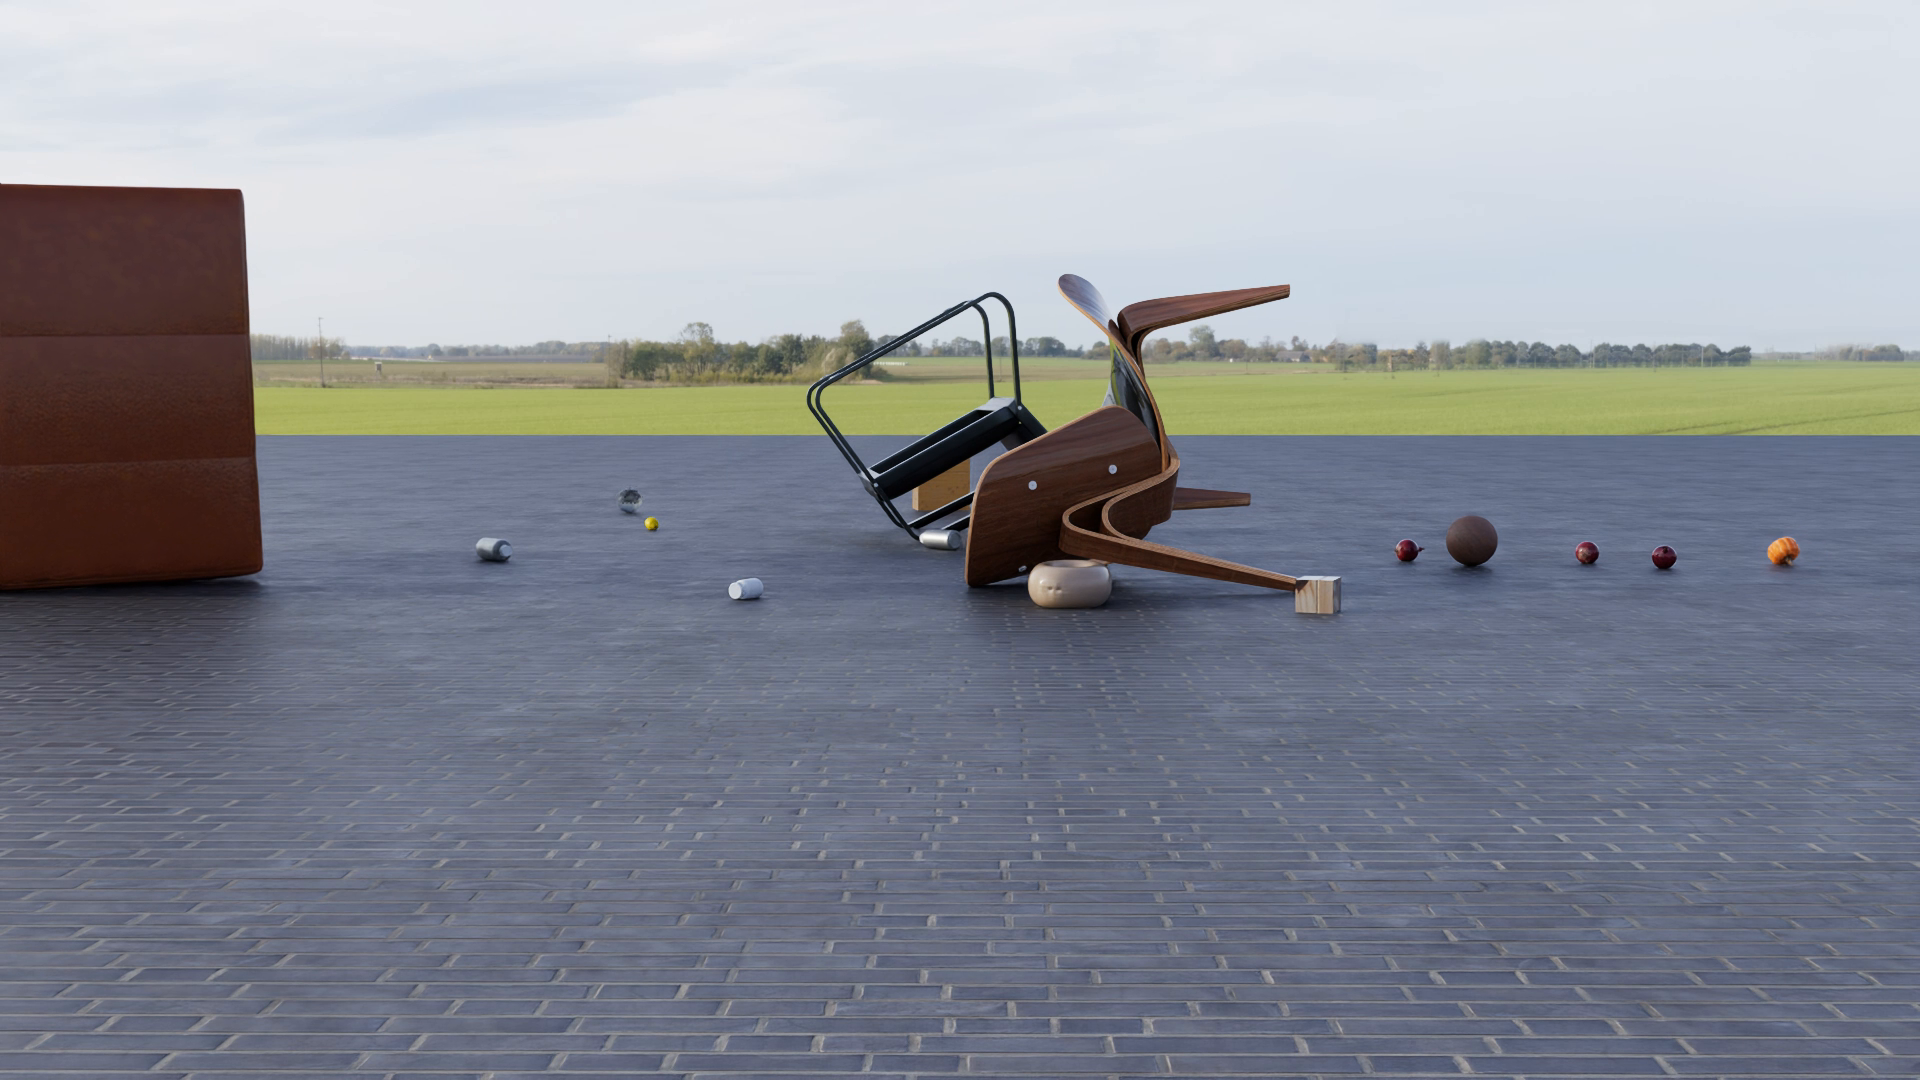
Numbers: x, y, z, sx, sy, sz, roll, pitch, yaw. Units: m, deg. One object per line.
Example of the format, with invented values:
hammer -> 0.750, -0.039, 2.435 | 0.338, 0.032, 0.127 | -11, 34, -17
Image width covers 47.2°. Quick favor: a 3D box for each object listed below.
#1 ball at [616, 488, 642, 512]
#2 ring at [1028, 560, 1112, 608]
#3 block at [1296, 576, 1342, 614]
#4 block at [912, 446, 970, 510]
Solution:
ball -> -1.202, -0.144, 7.992 | 0.089, 0.089, 0.089 | 0, 4, 0
ring -> 0.230, 0.092, 4.588 | 0.170, 0.087, 0.242 | 3, 5, 18
block -> 0.726, 0.110, 4.457 | 0.075, 0.066, 0.095 | 1, 4, 19
block -> -0.071, -0.233, 8.221 | 0.193, 0.236, 0.165 | -1, 4, -8
